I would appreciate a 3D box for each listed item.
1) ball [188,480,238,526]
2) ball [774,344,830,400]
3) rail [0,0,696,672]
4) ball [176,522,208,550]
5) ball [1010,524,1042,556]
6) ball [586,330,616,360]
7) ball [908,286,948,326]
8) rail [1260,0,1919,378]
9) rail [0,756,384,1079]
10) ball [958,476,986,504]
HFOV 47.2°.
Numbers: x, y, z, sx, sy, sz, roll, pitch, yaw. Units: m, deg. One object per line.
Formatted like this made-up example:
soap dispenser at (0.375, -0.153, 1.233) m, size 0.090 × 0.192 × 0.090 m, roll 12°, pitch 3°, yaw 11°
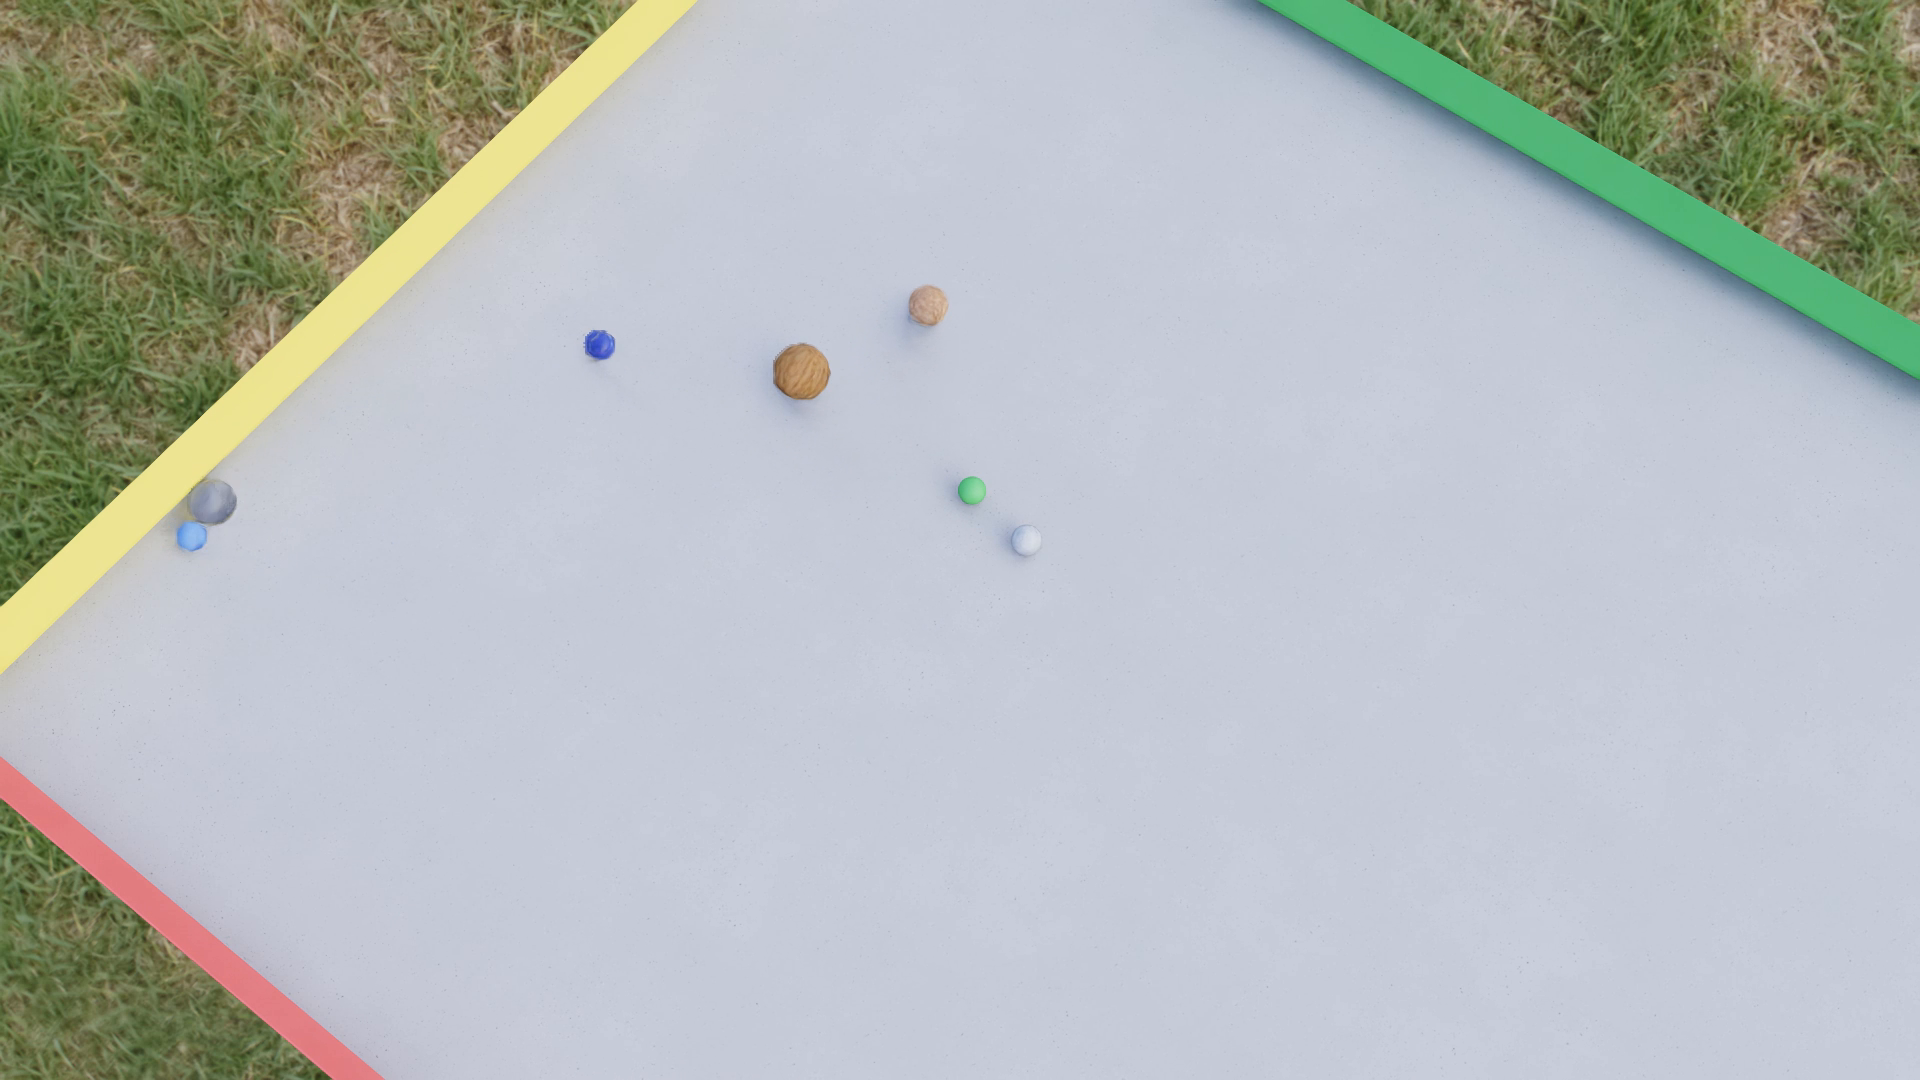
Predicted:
ball at (-1.235, -0.062, 3.635) m, size 0.076 × 0.076 × 0.076 m, roll 0°, pitch 64°, yaw 0°
ball at (-0.268, -0.285, 3.735) m, size 0.095 × 0.095 × 0.095 m, roll 0°, pitch 64°, yaw 0°
rail at (-0.856, -0.599, 3.873) m, size 0.045 × 0.124 × 2.517 m, roll 34°, pitch 69°, yaw 16°
ball at (-1.265, -0.007, 3.623) m, size 0.049 × 0.049 × 0.049 m, roll 0°, pitch 64°, yaw 0°
ball at (0.110, 0.000, 3.618) m, size 0.052 × 0.052 × 0.052 m, roll 0°, pitch 64°, yaw 0°
ball at (-0.618, -0.334, 3.784) m, size 0.051 × 0.051 × 0.051 m, roll 0°, pitch 64°, yaw 0°
ball at (-0.055, -0.405, 3.809) m, size 0.070 × 0.070 × 0.070 m, roll 0°, pitch 64°, yaw 0°
rail at (1.624, -0.297, 3.724) m, size 4.401 × 0.124 × 0.045 m, roll 34°, pitch 69°, yaw 16°
rail at (0.127, 1.464, 2.853) m, size 4.401 × 0.124 × 0.045 m, roll 34°, pitch 69°, yaw 16°
ball at (0.020, -0.082, 3.661) m, size 0.047 × 0.047 × 0.047 m, roll 0°, pitch 64°, yaw 0°
